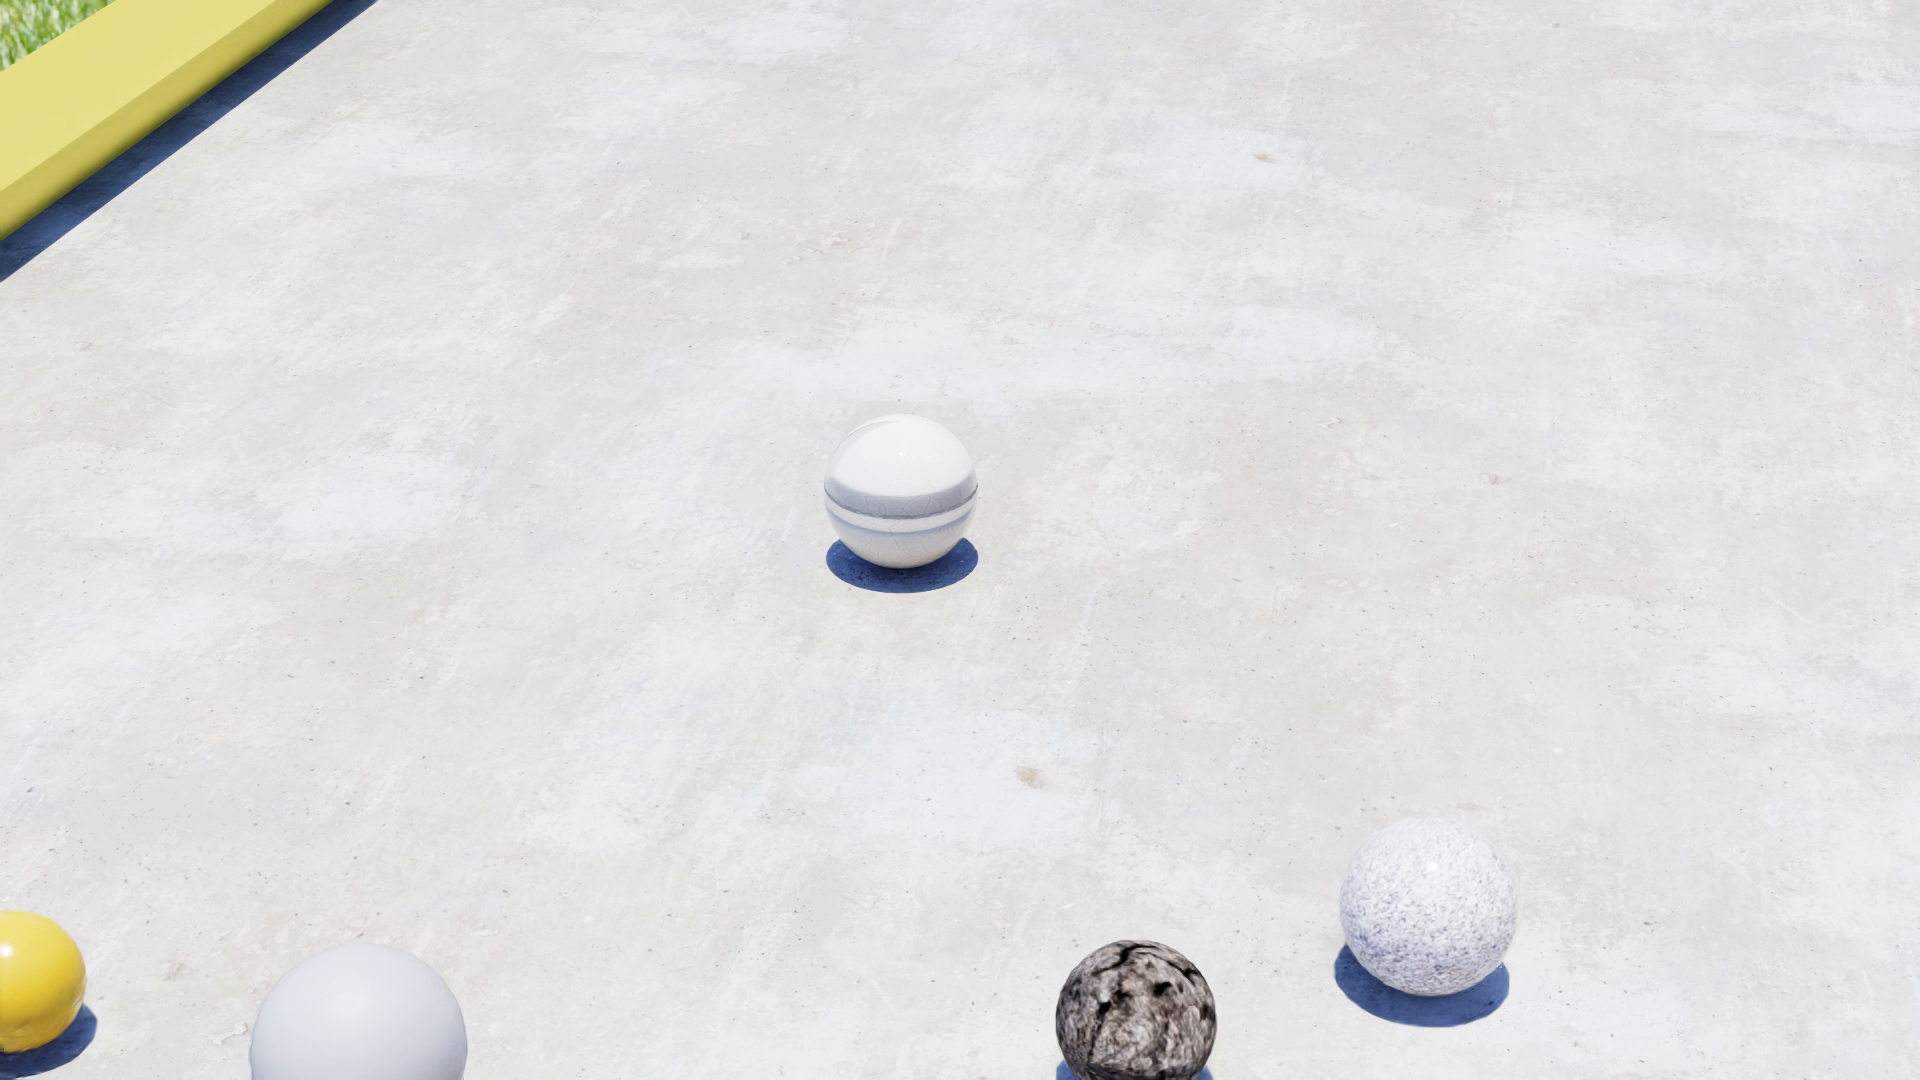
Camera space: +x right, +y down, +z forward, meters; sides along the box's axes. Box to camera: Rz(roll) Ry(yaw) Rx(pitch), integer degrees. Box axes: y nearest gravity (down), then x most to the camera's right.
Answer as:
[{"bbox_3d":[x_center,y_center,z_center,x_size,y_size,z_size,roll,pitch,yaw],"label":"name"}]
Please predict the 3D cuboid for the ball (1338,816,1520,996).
[{"bbox_3d":[0.225,0.175,1.411,0.086,0.086,0.086,0,27,0],"label":"ball"}]

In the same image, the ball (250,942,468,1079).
[{"bbox_3d":[-0.266,0.226,1.304,0.095,0.095,0.095,0,27,0],"label":"ball"}]

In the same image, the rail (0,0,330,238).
[{"bbox_3d":[-0.638,-0.474,2.624,0.045,0.123,3.298,6,28,11],"label":"rail"}]

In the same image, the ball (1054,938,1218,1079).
[{"bbox_3d":[0.080,0.219,1.340,0.074,0.074,0.074,0,27,0],"label":"ball"}]

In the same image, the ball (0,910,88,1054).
[{"bbox_3d":[-0.442,0.206,1.373,0.067,0.067,0.067,0,27,0],"label":"ball"}]

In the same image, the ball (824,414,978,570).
[{"bbox_3d":[-0.036,-0.030,1.798,0.095,0.095,0.095,0,27,0],"label":"ball"}]
